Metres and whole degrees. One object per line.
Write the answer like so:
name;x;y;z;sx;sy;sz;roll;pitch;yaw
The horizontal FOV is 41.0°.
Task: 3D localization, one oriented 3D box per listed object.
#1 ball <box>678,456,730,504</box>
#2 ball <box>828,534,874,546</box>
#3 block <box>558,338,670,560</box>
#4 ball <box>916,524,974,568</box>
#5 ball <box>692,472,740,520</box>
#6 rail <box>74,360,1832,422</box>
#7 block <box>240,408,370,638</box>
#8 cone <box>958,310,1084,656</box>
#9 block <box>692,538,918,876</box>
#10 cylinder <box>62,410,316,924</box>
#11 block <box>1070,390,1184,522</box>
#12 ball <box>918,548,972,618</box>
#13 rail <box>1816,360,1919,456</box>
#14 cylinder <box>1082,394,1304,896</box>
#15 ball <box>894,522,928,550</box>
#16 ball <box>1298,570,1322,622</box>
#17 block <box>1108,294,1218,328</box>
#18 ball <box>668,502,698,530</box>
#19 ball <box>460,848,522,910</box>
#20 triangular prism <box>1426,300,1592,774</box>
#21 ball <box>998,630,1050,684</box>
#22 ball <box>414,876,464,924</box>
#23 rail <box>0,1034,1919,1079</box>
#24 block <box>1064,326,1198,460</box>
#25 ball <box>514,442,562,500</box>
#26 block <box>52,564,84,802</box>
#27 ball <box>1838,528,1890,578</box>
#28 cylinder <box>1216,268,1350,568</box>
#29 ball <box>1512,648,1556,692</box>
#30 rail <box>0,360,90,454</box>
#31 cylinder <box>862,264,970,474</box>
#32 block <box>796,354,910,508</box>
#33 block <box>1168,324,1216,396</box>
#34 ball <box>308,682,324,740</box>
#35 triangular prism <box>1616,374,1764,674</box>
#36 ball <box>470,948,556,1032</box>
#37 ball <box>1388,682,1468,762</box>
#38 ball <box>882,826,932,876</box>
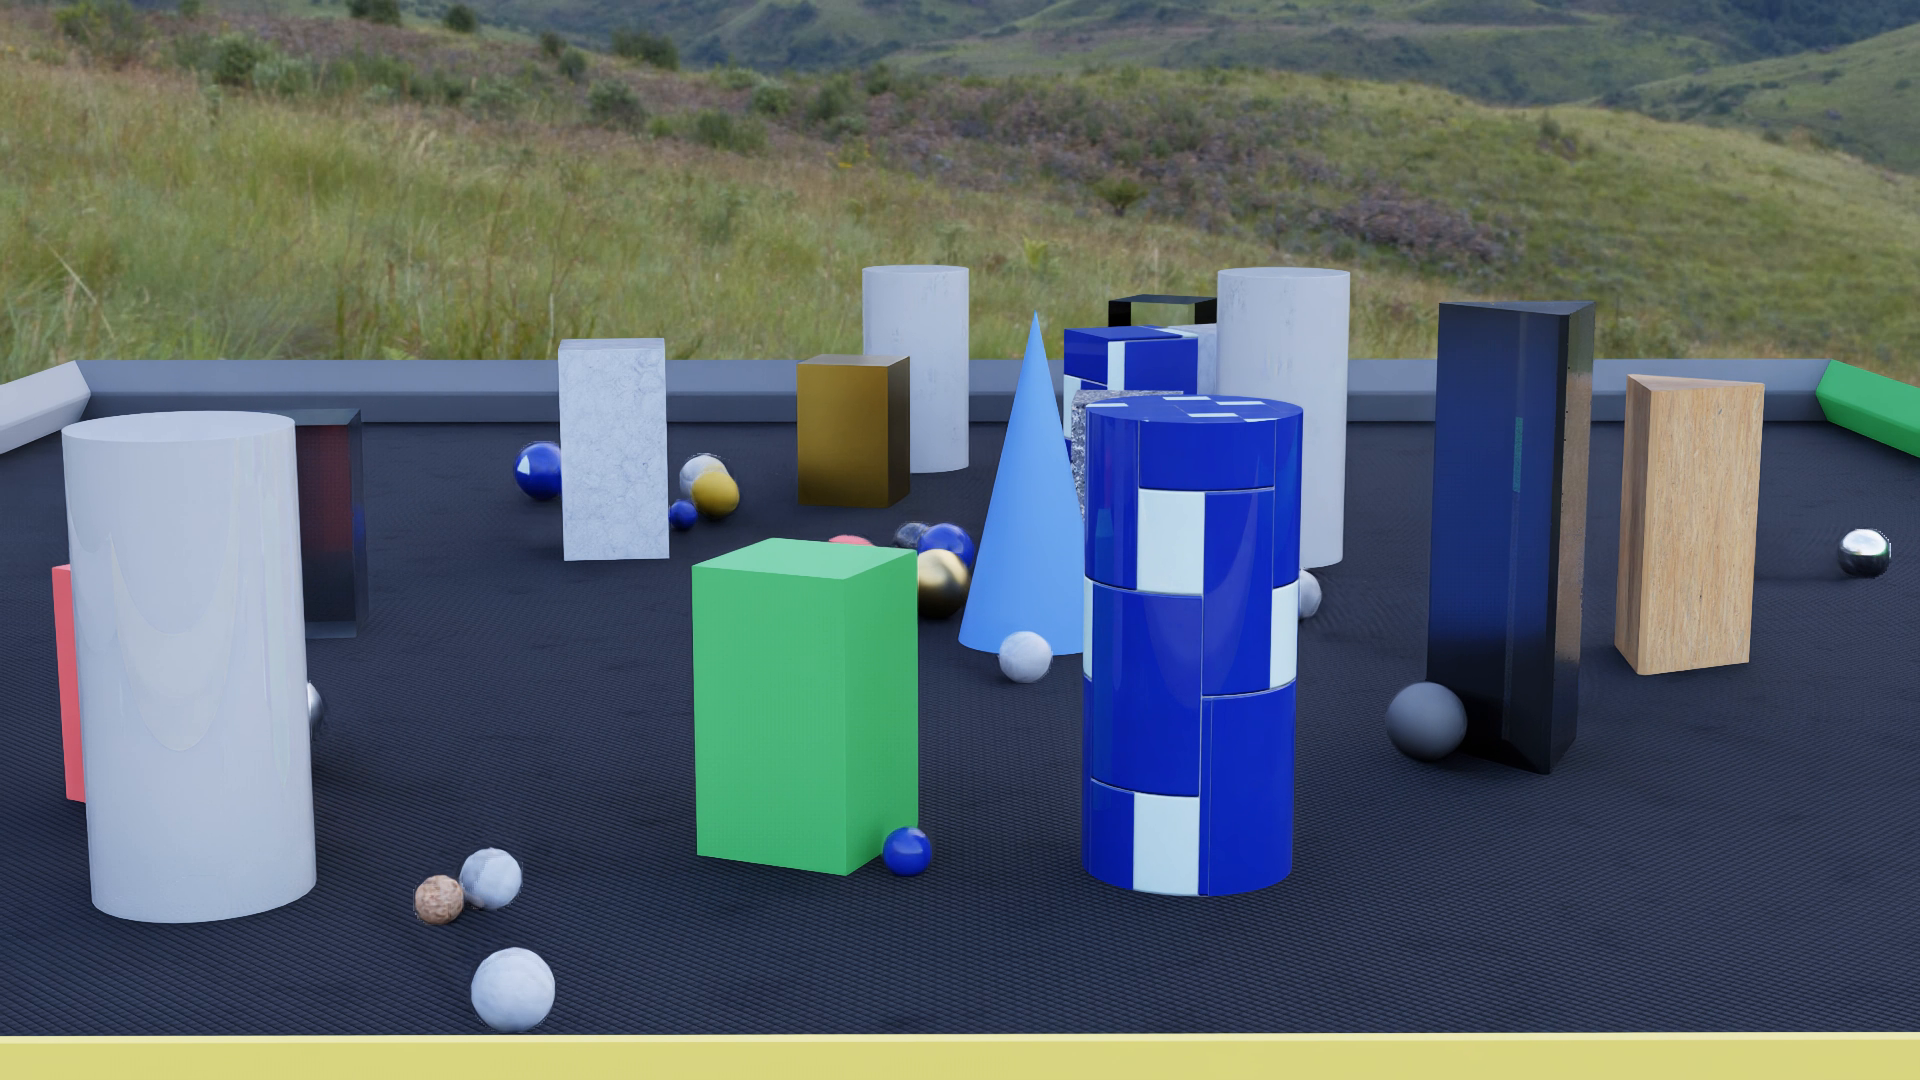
ball;-0.425;-0.097;4.266;0.085;0.085;0.085;0;11;0
ball;-0.152;0.041;3.492;0.096;0.096;0.096;0;11;0
block;-0.520;-0.139;3.866;0.155;0.313;0.155;-1;11;-7
ball;-0.021;0.018;3.656;0.082;0.082;0.082;0;11;0
ball;-0.395;-0.072;4.152;0.077;0.077;0.077;0;11;0
rail;-0.011;-0.304;5.259;3.614;0.126;0.045;0;11;0
block;-0.863;-0.023;3.341;0.155;0.276;0.155;-1;11;-7
cone;0.095;-0.081;3.253;0.194;0.423;0.194;0;11;0
block;-0.143;0.151;2.407;0.155;0.275;0.155;5;11;24
cylinder;-0.676;0.106;2.260;0.194;0.417;0.194;0;11;0
block;0.241;-0.077;3.687;0.155;0.257;0.155;1;11;5
ball;-0.030;0.058;3.412;0.092;0.092;0.092;0;11;0
rail;1.783;0.031;3.459;0.045;0.126;3.730;0;11;0
cylinder;0.209;0.090;2.330;0.194;0.423;0.194;0;11;0
ball;-0.066;0.006;3.771;0.063;0.063;0.063;0;11;0
ball;0.442;0.073;3.390;0.070;0.070;0.070;0;11;0
block;0.373;-0.288;4.689;0.155;0.305;0.155;6;12;27
ball;-0.439;-0.038;4.054;0.046;0.046;0.046;0;11;0
ball;-0.410;0.296;2.238;0.053;0.053;0.053;0;11;0
triangular prism;0.615;-0.011;2.727;0.146;0.478;0.168;-8;13;-36
ball;0.077;0.139;3.054;0.063;0.063;0.063;0;11;0
ball;-0.446;0.308;2.198;0.042;0.042;0.042;0;11;0
rail;0.011;0.369;1.639;3.614;0.126;0.045;0;11;0
block;0.266;-0.171;4.037;0.155;0.314;0.155;-4;11;-23
ball;-0.703;-0.116;4.333;0.097;0.097;0.097;0;11;0
block;-0.790;0.139;2.580;0.155;0.236;0.155;6;12;31
ball;1.294;0.019;3.675;0.071;0.071;0.071;0;11;0
cylinder;0.475;-0.184;3.802;0.194;0.425;0.194;0;11;0
ball;0.674;0.153;3.010;0.052;0.052;0.052;0;11;0
rail;-1.783;0.034;3.439;0.045;0.126;3.730;0;11;0
cylinder;-0.081;-0.315;4.687;0.194;0.359;0.194;0;11;0
block;-0.178;-0.186;4.327;0.155;0.237;0.155;2;11;12
block;0.451;-0.204;4.264;0.155;0.296;0.155;-6;12;-28
ball;-0.725;0.185;2.750;0.083;0.083;0.083;0;11;0
triangular prism;0.867;-0.025;3.166;0.168;0.345;0.146;-5;12;-25
ball;-0.340;0.343;1.954;0.064;0.064;0.064;0;11;0
ball;0.494;0.192;2.713;0.083;0.083;0.083;0;11;0
ball;-0.048;0.282;2.330;0.045;0.045;0.045;0;11;0
